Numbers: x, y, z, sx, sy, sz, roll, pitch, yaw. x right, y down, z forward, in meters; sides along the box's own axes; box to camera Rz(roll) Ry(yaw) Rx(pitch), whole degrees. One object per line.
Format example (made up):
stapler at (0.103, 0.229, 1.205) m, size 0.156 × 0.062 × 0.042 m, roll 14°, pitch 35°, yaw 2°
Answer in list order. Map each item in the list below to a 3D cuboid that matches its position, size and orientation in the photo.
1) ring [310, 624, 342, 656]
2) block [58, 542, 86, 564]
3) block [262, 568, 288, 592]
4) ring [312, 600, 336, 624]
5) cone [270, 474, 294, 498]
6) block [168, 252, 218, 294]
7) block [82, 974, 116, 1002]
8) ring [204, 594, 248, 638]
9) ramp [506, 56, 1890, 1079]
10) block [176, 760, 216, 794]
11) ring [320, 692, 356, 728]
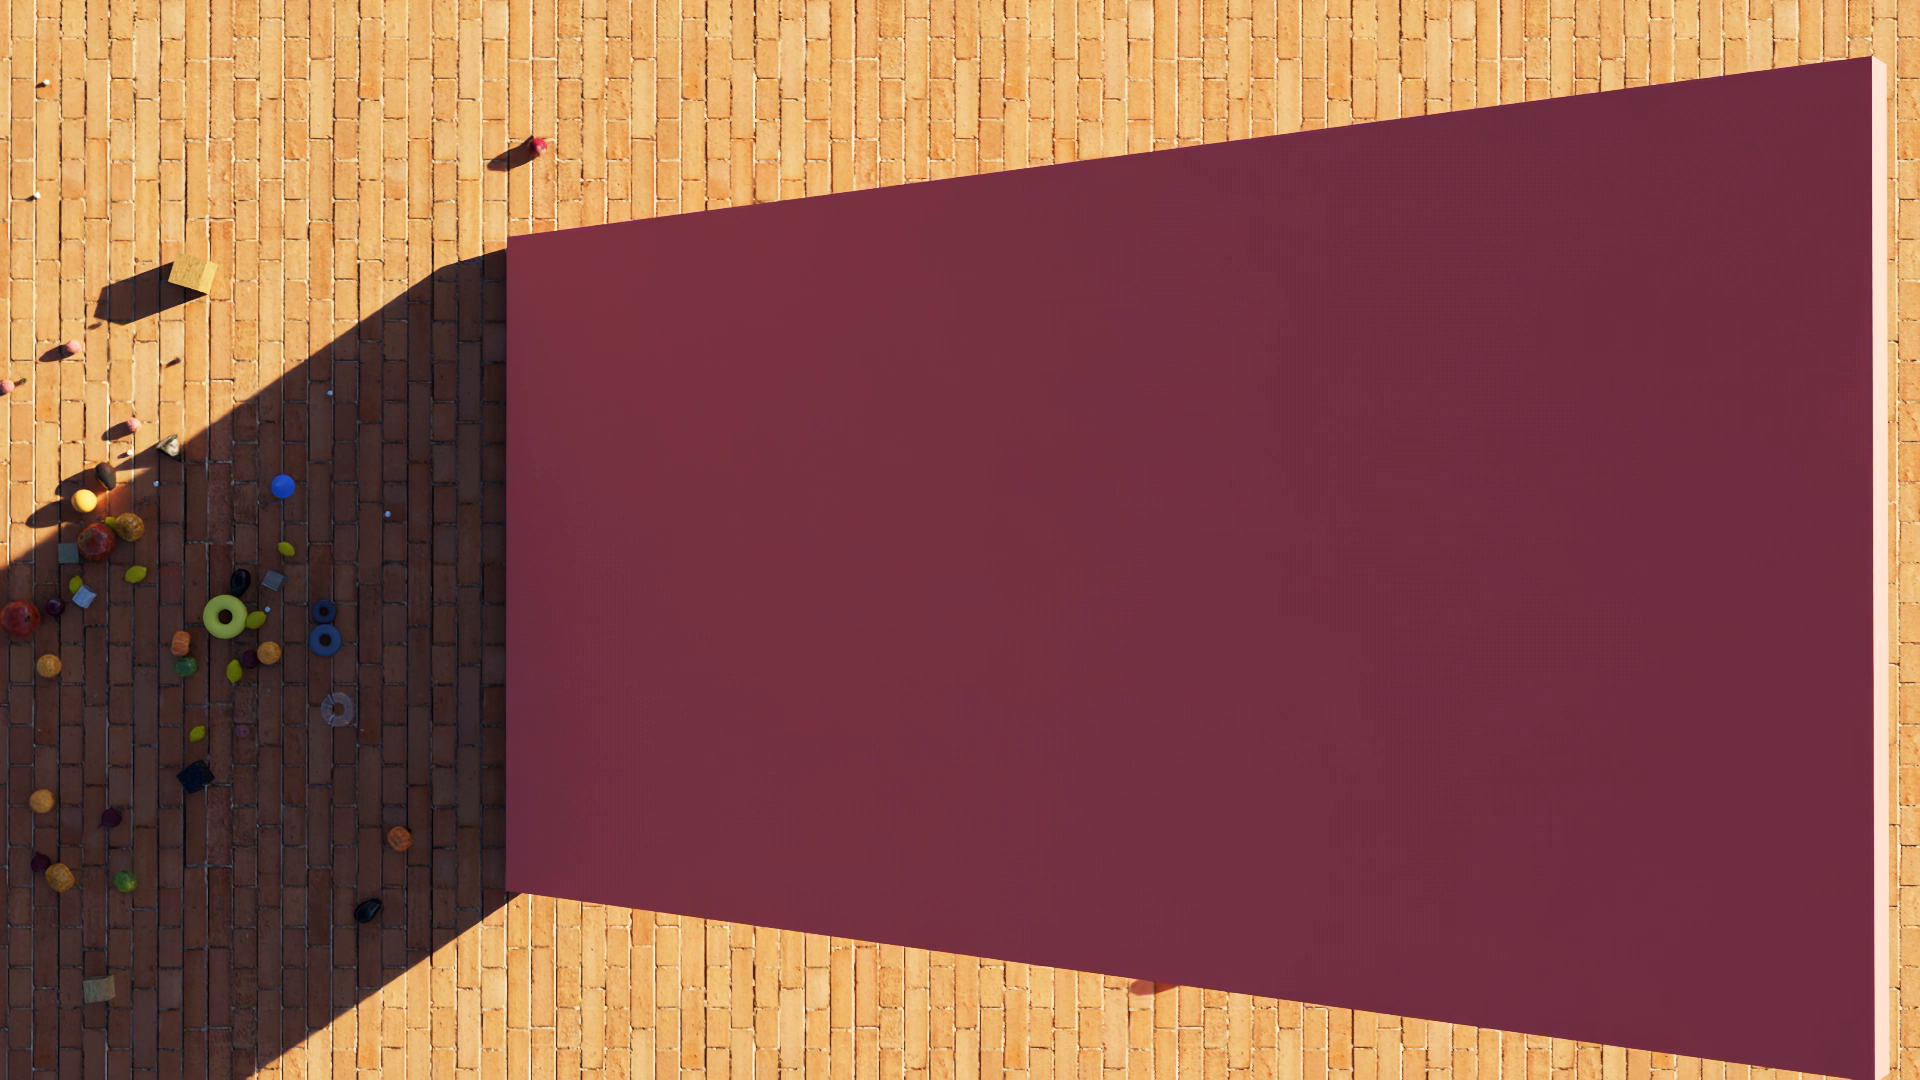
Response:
ring at (-1.958, 0.310, 6.786) m, size 0.103 × 0.034 × 0.103 m, roll 0°, pitch 91°, yaw 1°
block at (-2.735, 0.040, 6.775) m, size 0.061 × 0.061 × 0.061 m, roll -3°, pitch 90°, yaw 0°
block at (-2.111, 0.123, 6.779) m, size 0.051 × 0.051 × 0.051 m, roll 26°, pitch 90°, yaw 0°
ring at (-1.964, 0.222, 6.791) m, size 0.078 × 0.026 × 0.078 m, roll 0°, pitch 89°, yaw -1°
cone at (-2.096, -0.166, 6.769) m, size 0.075 × 0.075 × 0.075 m, roll 0°, pitch 90°, yaw 0°
block at (-2.359, -0.821, 6.763) m, size 0.096 × 0.096 × 0.096 m, roll 17°, pitch 90°, yaw 0°
block at (-2.647, 1.380, 6.762) m, size 0.068 × 0.068 × 0.068 m, roll -6°, pitch 90°, yaw 0°
ring at (-2.265, 0.237, 6.781) m, size 0.138 × 0.046 × 0.138 m, roll 0°, pitch 90°, yaw 1°
ramp at (0.226, 0.064, 5.543) m, size 4.000 × 0.100 × 2.000 m, roll 0°, pitch 89°, yaw 38°
block at (-2.351, 0.729, 6.765) m, size 0.071 × 0.071 × 0.071 m, roll -37°, pitch 90°, yaw 0°
ring at (-1.917, 0.522, 6.783) m, size 0.111 × 0.037 × 0.111 m, roll 0°, pitch 90°, yaw 1°
